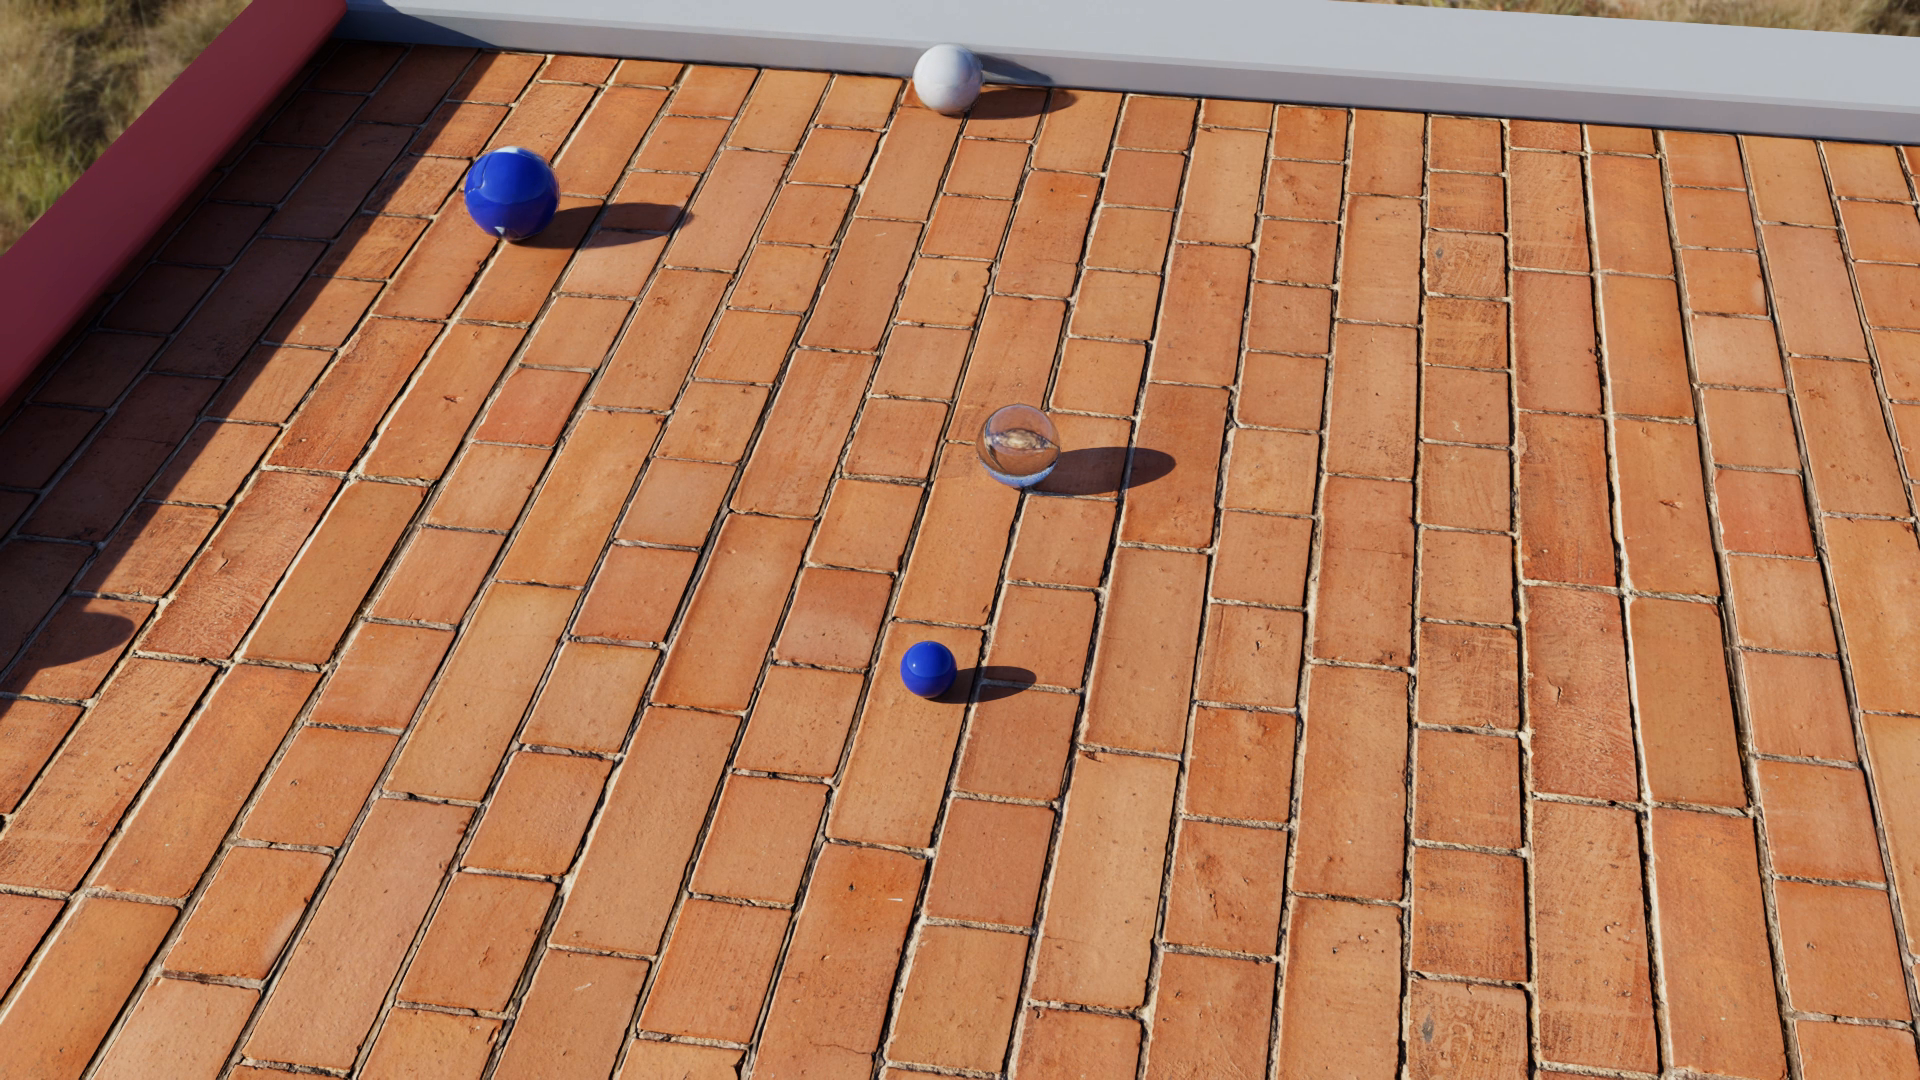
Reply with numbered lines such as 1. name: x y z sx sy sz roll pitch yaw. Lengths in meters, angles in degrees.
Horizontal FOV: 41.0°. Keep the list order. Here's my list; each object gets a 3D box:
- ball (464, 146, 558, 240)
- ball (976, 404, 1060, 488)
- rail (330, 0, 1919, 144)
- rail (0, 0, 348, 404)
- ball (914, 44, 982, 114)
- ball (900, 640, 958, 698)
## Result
1. ball: -0.415 -0.320 2.371 0.086 0.086 0.086 0 35 0
2. ball: 0.046 -0.075 2.033 0.067 0.067 0.067 0 35 0
3. rail: 0.957 -0.427 2.502 3.328 0.111 0.045 5 35 8
4. rail: -0.798 -0.095 2.020 0.045 0.111 1.760 5 35 8
5. ball: -0.012 -0.467 2.598 0.070 0.070 0.070 0 35 0
6. ball: -0.022 0.091 1.815 0.041 0.041 0.041 0 35 0
